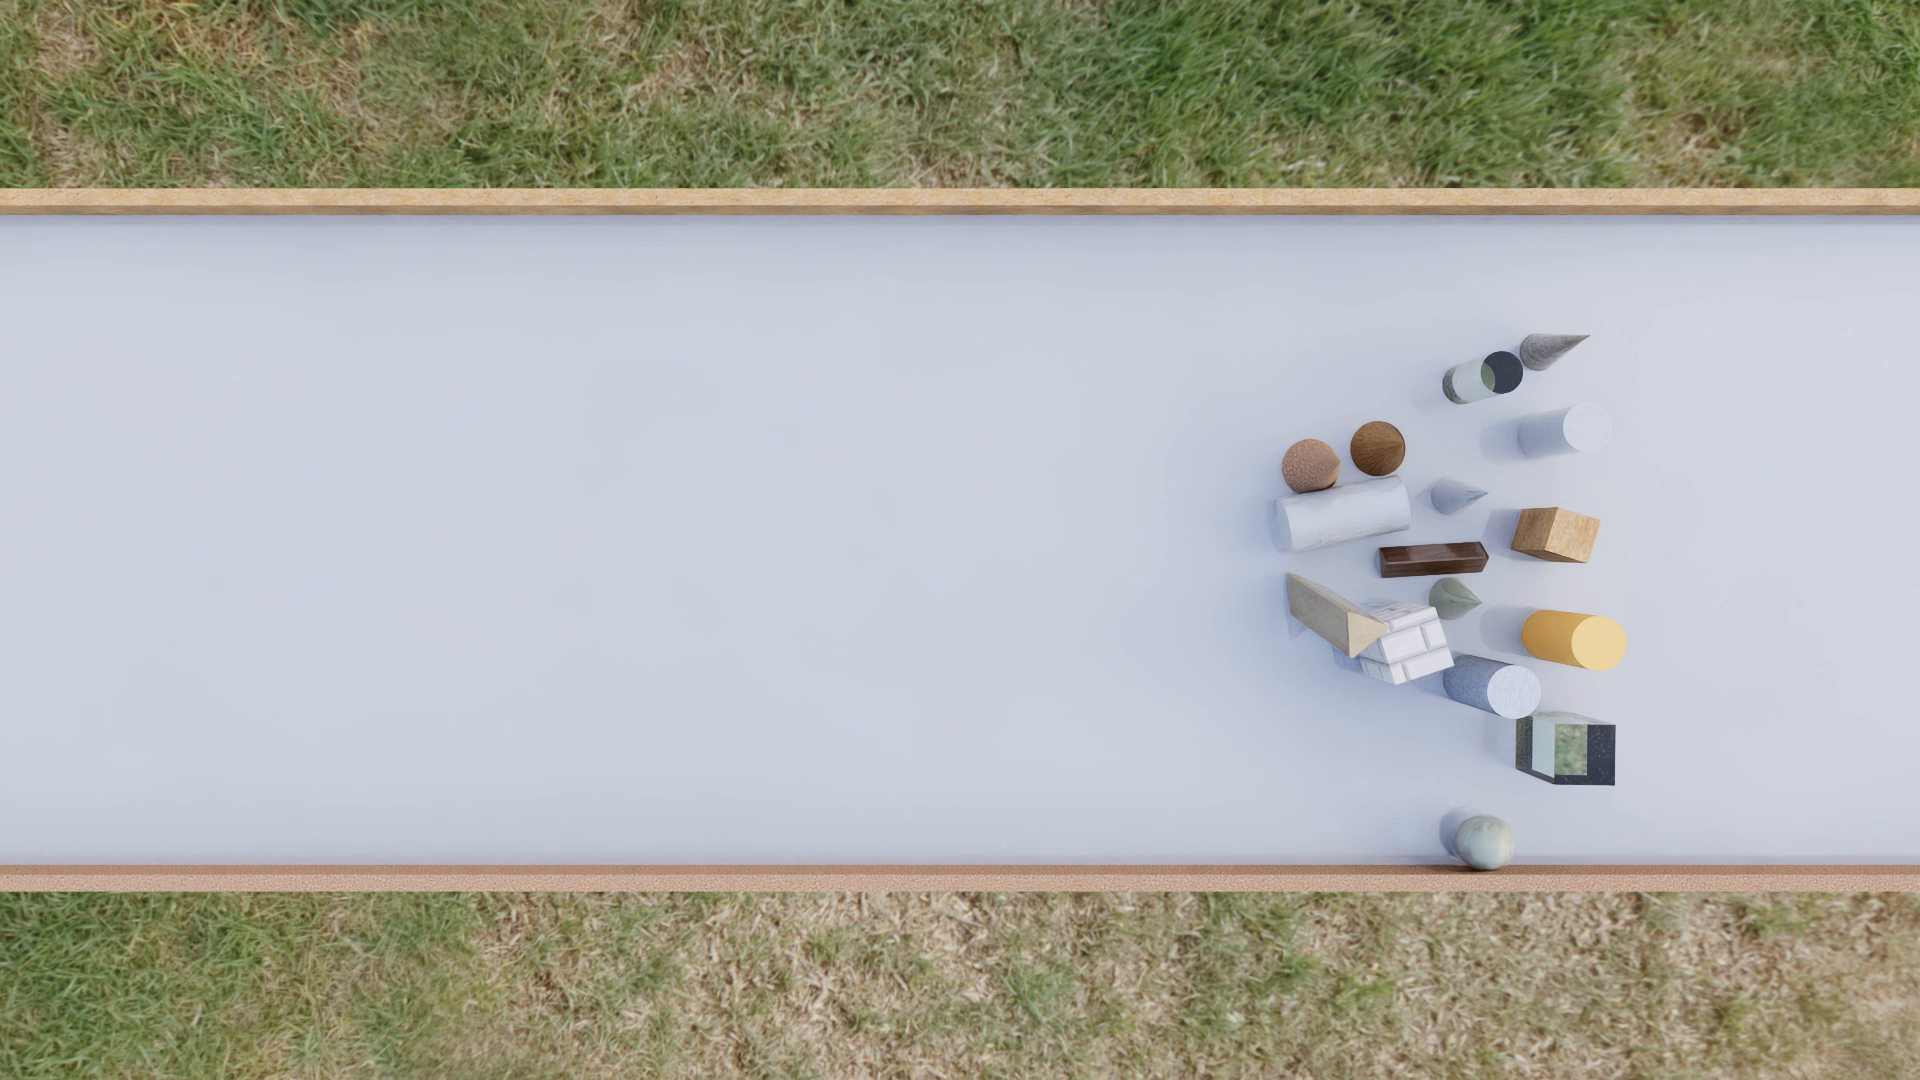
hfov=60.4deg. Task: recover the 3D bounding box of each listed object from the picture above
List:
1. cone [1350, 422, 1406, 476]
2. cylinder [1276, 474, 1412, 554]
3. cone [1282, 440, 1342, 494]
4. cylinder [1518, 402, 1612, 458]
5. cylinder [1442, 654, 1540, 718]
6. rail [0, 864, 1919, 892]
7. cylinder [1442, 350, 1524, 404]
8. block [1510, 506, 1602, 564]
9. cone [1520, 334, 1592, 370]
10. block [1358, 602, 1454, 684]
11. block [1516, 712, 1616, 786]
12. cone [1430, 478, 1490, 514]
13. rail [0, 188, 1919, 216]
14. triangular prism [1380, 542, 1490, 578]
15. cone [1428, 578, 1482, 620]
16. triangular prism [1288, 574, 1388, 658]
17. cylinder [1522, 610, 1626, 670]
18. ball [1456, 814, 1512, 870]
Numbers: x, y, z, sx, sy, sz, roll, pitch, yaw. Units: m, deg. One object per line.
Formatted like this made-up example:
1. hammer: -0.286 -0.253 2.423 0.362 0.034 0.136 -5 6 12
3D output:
1. cone: 1.286 -0.281 4.926 0.171 0.301 0.171 0 90 0
2. cylinder: 1.158 -0.078 4.991 0.362 0.172 0.172 -11 90 0
3. cone: 1.079 -0.223 4.872 0.177 0.409 0.177 0 90 0
4. cylinder: 1.787 -0.321 4.886 0.140 0.381 0.140 0 90 0
5. cylinder: 1.561 0.429 4.862 0.152 0.430 0.152 0 90 0
6. rail: -2.247 1.025 5.001 12.000 0.150 0.050 0 90 0
7. cylinder: 1.546 -0.478 4.890 0.123 0.373 0.123 0 90 0
8. block: 1.774 -0.014 4.925 0.130 0.303 0.130 18 90 0
9. cone: 1.780 -0.578 4.863 0.116 0.426 0.116 0 90 0
10. block: 1.302 0.303 4.896 0.176 0.361 0.176 -18 90 0
11. block: 1.799 0.618 4.913 0.176 0.328 0.176 1 90 0
12. cone: 1.507 -0.135 4.884 0.115 0.386 0.115 0 90 0
13. rail: -2.247 -1.025 5.002 12.000 0.150 0.050 0 90 0
14. triangular prism: 1.447 0.061 5.034 0.311 0.081 0.093 -3 90 0
15. cone: 1.509 0.180 4.915 0.133 0.322 0.133 0 90 0
16. triangular prism: 1.081 0.195 4.845 0.137 0.444 0.119 -38 107 0
17. cylinder: 1.806 0.292 4.869 0.156 0.415 0.156 0 90 0
18. ball: 1.586 0.917 4.993 0.167 0.167 0.167 0 90 0
